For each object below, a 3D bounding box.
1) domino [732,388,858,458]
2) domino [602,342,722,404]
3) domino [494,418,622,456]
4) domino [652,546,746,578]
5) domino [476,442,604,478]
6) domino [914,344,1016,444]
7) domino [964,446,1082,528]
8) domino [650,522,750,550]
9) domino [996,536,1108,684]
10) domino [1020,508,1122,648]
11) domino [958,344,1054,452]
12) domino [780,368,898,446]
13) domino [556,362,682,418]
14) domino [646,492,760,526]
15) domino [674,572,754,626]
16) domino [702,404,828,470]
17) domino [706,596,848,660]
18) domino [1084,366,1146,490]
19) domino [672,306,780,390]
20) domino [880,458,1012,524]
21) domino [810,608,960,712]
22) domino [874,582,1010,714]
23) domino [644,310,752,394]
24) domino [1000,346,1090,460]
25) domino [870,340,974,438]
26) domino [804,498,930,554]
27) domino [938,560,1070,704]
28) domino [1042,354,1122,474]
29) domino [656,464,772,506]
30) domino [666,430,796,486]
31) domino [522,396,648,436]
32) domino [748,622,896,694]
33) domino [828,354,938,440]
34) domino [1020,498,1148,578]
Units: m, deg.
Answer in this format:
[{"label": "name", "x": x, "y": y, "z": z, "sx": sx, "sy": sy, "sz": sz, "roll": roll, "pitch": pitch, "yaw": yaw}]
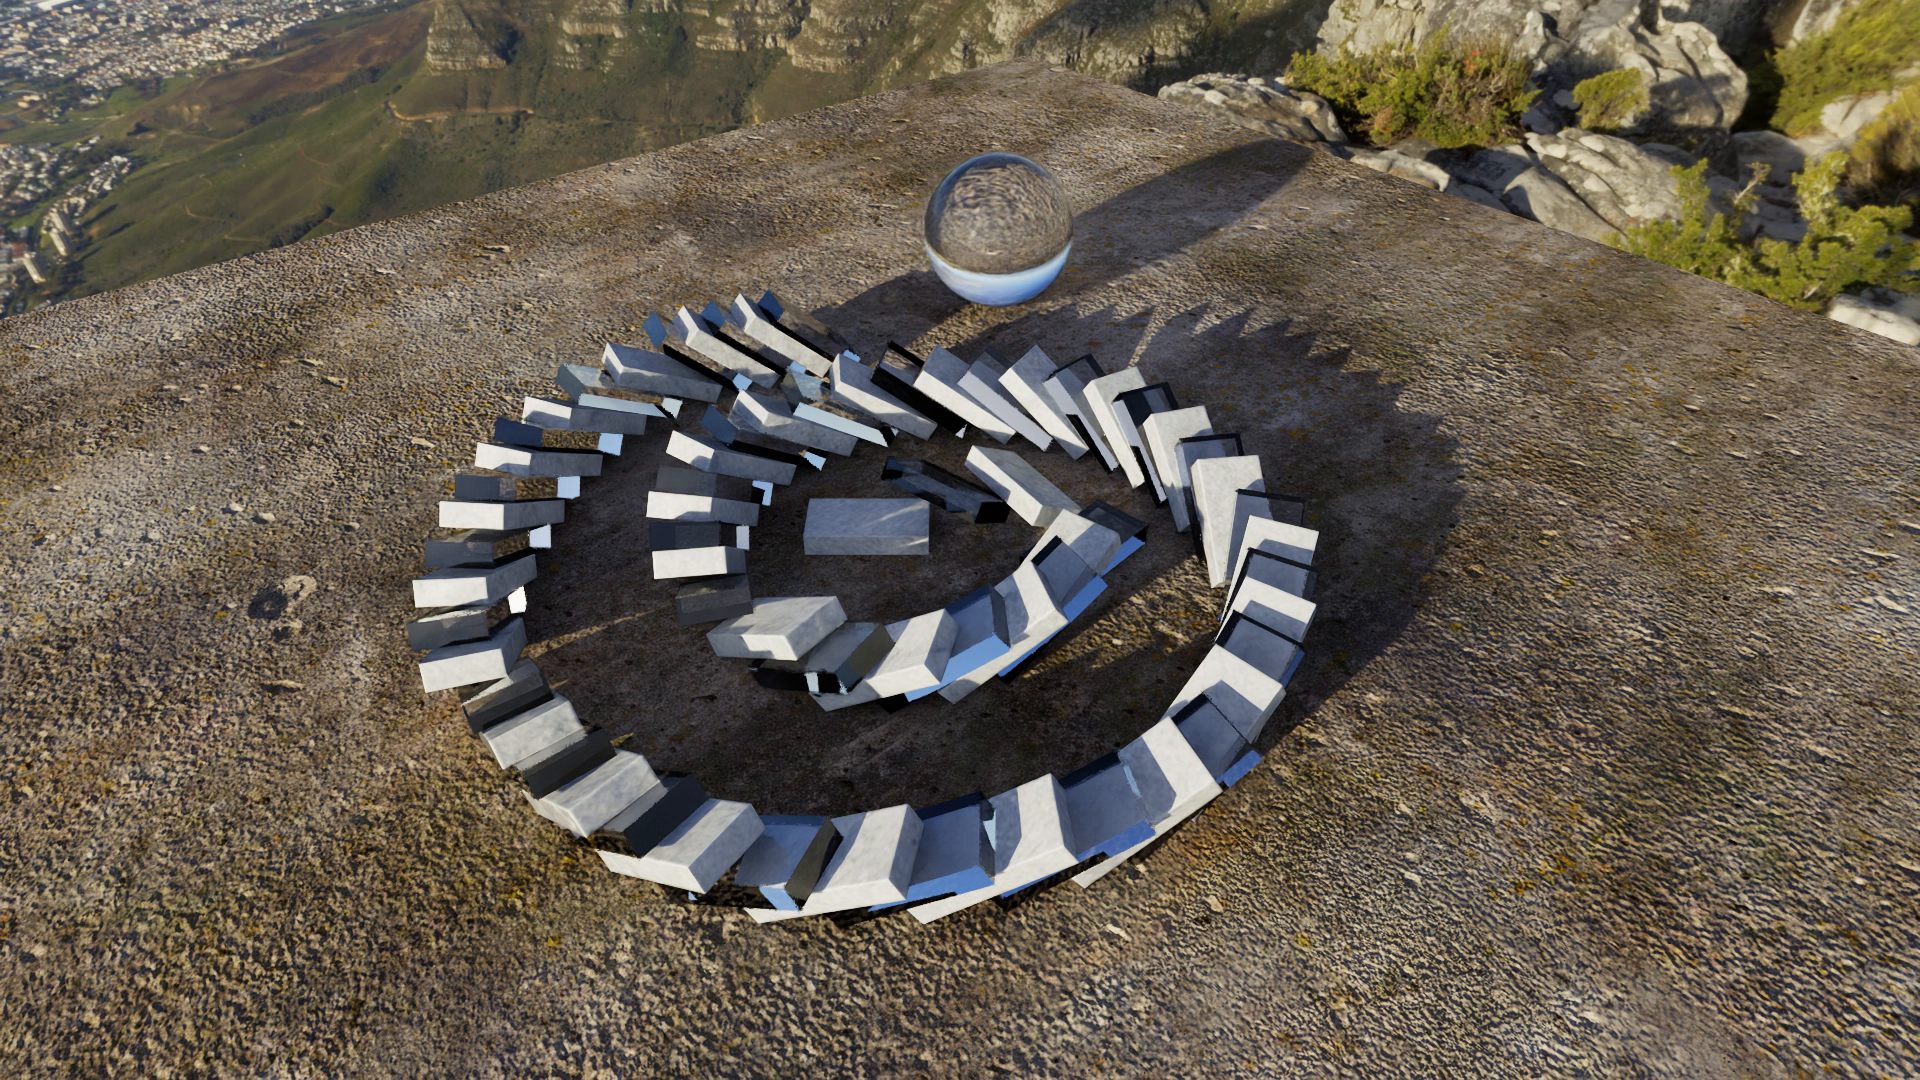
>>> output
[{"label": "domino", "x": -0.072, "y": -0.051, "z": 0.484, "sx": 0.050, "sy": 0.009, "sz": 0.025, "roll": 13, "pitch": 20, "yaw": -45}, {"label": "domino", "x": -0.141, "y": -0.079, "z": 0.522, "sx": 0.050, "sy": 0.009, "sz": 0.025, "roll": 7, "pitch": 29, "yaw": -39}, {"label": "domino", "x": -0.173, "y": -0.045, "z": 0.477, "sx": 0.025, "sy": 0.009, "sz": 0.050, "roll": 14, "pitch": 7, "yaw": 20}, {"label": "domino", "x": -0.096, "y": 0.009, "z": 0.409, "sx": 0.025, "sy": 0.010, "sz": 0.050, "roll": -5, "pitch": -1, "yaw": -3}, {"label": "domino", "x": -0.176, "y": -0.034, "z": 0.464, "sx": 0.025, "sy": 0.009, "sz": 0.050, "roll": 12, "pitch": 7, "yaw": 14}, {"label": "domino", "x": 0.005, "y": -0.067, "z": 0.506, "sx": 0.050, "sy": 0.010, "sz": 0.025, "roll": 32, "pitch": 40, "yaw": -11}, {"label": "domino", "x": 0.026, "y": -0.022, "z": 0.462, "sx": 0.025, "sy": 0.010, "sz": 0.050, "roll": 4, "pitch": 29, "yaw": -42}, {"label": "domino", "x": -0.099, "y": -0.001, "z": 0.420, "sx": 0.025, "sy": 0.010, "sz": 0.050, "roll": -1, "pitch": -1, "yaw": 2}, {"label": "domino", "x": 0.026, "y": 0.025, "z": 0.392, "sx": 0.050, "sy": 0.010, "sz": 0.025, "roll": -45, "pitch": 48, "yaw": 2}, {"label": "domino", "x": 0.036, "y": 0.014, "z": 0.413, "sx": 0.025, "sy": 0.010, "sz": 0.050, "roll": 26, "pitch": 66, "yaw": 30}, {"label": "domino", "x": 0.026, "y": -0.065, "z": 0.504, "sx": 0.050, "sy": 0.009, "sz": 0.025, "roll": 38, "pitch": 45, "yaw": -3}, {"label": "domino", "x": -0.054, "y": -0.059, "z": 0.496, "sx": 0.050, "sy": 0.010, "sz": 0.025, "roll": 17, "pitch": 28, "yaw": -35}, {"label": "domino", "x": -0.157, "y": -0.069, "z": 0.509, "sx": 0.050, "sy": 0.010, "sz": 0.025, "roll": 4, "pitch": 27, "yaw": -48}, {"label": "domino", "x": -0.100, "y": -0.012, "z": 0.434, "sx": 0.025, "sy": 0.010, "sz": 0.050, "roll": 5, "pitch": 0, "yaw": 10}, {"label": "domino", "x": -0.088, "y": 0.021, "z": 0.397, "sx": 0.025, "sy": 0.010, "sz": 0.050, "roll": -10, "pitch": 6, "yaw": -11}, {"label": "domino", "x": -0.084, "y": -0.044, "z": 0.476, "sx": 0.050, "sy": 0.009, "sz": 0.025, "roll": 11, "pitch": 21, "yaw": -49}, {"label": "domino", "x": -0.065, "y": 0.031, "z": 0.387, "sx": 0.050, "sy": 0.009, "sz": 0.025, "roll": -4, "pitch": 27, "yaw": 47}, {"label": "domino", "x": 0.077, "y": -0.050, "z": 0.483, "sx": 0.025, "sy": 0.010, "sz": 0.050, "roll": -20, "pitch": 78, "yaw": -25}, {"label": "domino", "x": -0.112, "y": -0.092, "z": 0.531, "sx": 0.050, "sy": 0.009, "sz": 0.025, "roll": 27, "pitch": 18, "yaw": -44}, {"label": "domino", "x": -0.006, "y": -0.021, "z": 0.460, "sx": 0.050, "sy": 0.010, "sz": 0.025, "roll": 27, "pitch": 16, "yaw": 29}, {"label": "domino", "x": -0.026, "y": 0.041, "z": 0.372, "sx": 0.050, "sy": 0.009, "sz": 0.025, "roll": -18, "pitch": 34, "yaw": 33}, {"label": "domino", "x": -0.007, "y": 0.037, "z": 0.376, "sx": 0.050, "sy": 0.010, "sz": 0.025, "roll": -30, "pitch": 36, "yaw": 20}, {"label": "domino", "x": -0.125, "y": -0.089, "z": 0.527, "sx": 0.050, "sy": 0.010, "sz": 0.025, "roll": 27, "pitch": 18, "yaw": -43}, {"label": "domino", "x": 0.043, "y": -0.062, "z": 0.497, "sx": 0.050, "sy": 0.009, "sz": 0.025, "roll": 46, "pitch": 48, "yaw": -3}, {"label": "domino", "x": -0.015, "y": -0.070, "z": 0.508, "sx": 0.050, "sy": 0.010, "sz": 0.025, "roll": 31, "pitch": 36, "yaw": -12}, {"label": "domino", "x": -0.037, "y": -0.006, "z": 0.450, "sx": 0.050, "sy": 0.009, "sz": 0.025, "roll": 0, "pitch": 39, "yaw": 0}, {"label": "domino", "x": 0.011, "y": 0.032, "z": 0.382, "sx": 0.050, "sy": 0.009, "sz": 0.025, "roll": -37, "pitch": 42, "yaw": 12}, {"label": "domino", "x": 0.062, "y": -0.057, "z": 0.492, "sx": 0.025, "sy": 0.010, "sz": 0.050, "roll": -31, "pitch": 84, "yaw": -32}, {"label": "domino", "x": -0.099, "y": -0.022, "z": 0.446, "sx": 0.025, "sy": 0.010, "sz": 0.050, "roll": 9, "pitch": 1, "yaw": 16}, {"label": "domino", "x": -0.095, "y": -0.034, "z": 0.462, "sx": 0.025, "sy": 0.009, "sz": 0.050, "roll": 25, "pitch": 9, "yaw": 31}, {"label": "domino", "x": -0.166, "y": -0.055, "z": 0.489, "sx": 0.025, "sy": 0.009, "sz": 0.050, "roll": 15, "pitch": 8, "yaw": 21}, {"label": "domino", "x": -0.048, "y": 0.040, "z": 0.375, "sx": 0.050, "sy": 0.009, "sz": 0.025, "roll": -5, "pitch": 32, "yaw": 46}, {"label": "domino", "x": -0.035, "y": -0.065, "z": 0.504, "sx": 0.050, "sy": 0.010, "sz": 0.025, "roll": 22, "pitch": 33, "yaw": -24}, {"label": "domino", "x": 0.050, "y": 0.004, "z": 0.439, "sx": 0.025, "sy": 0.010, "sz": 0.050, "roll": 31, "pitch": 48, "yaw": 32}]
